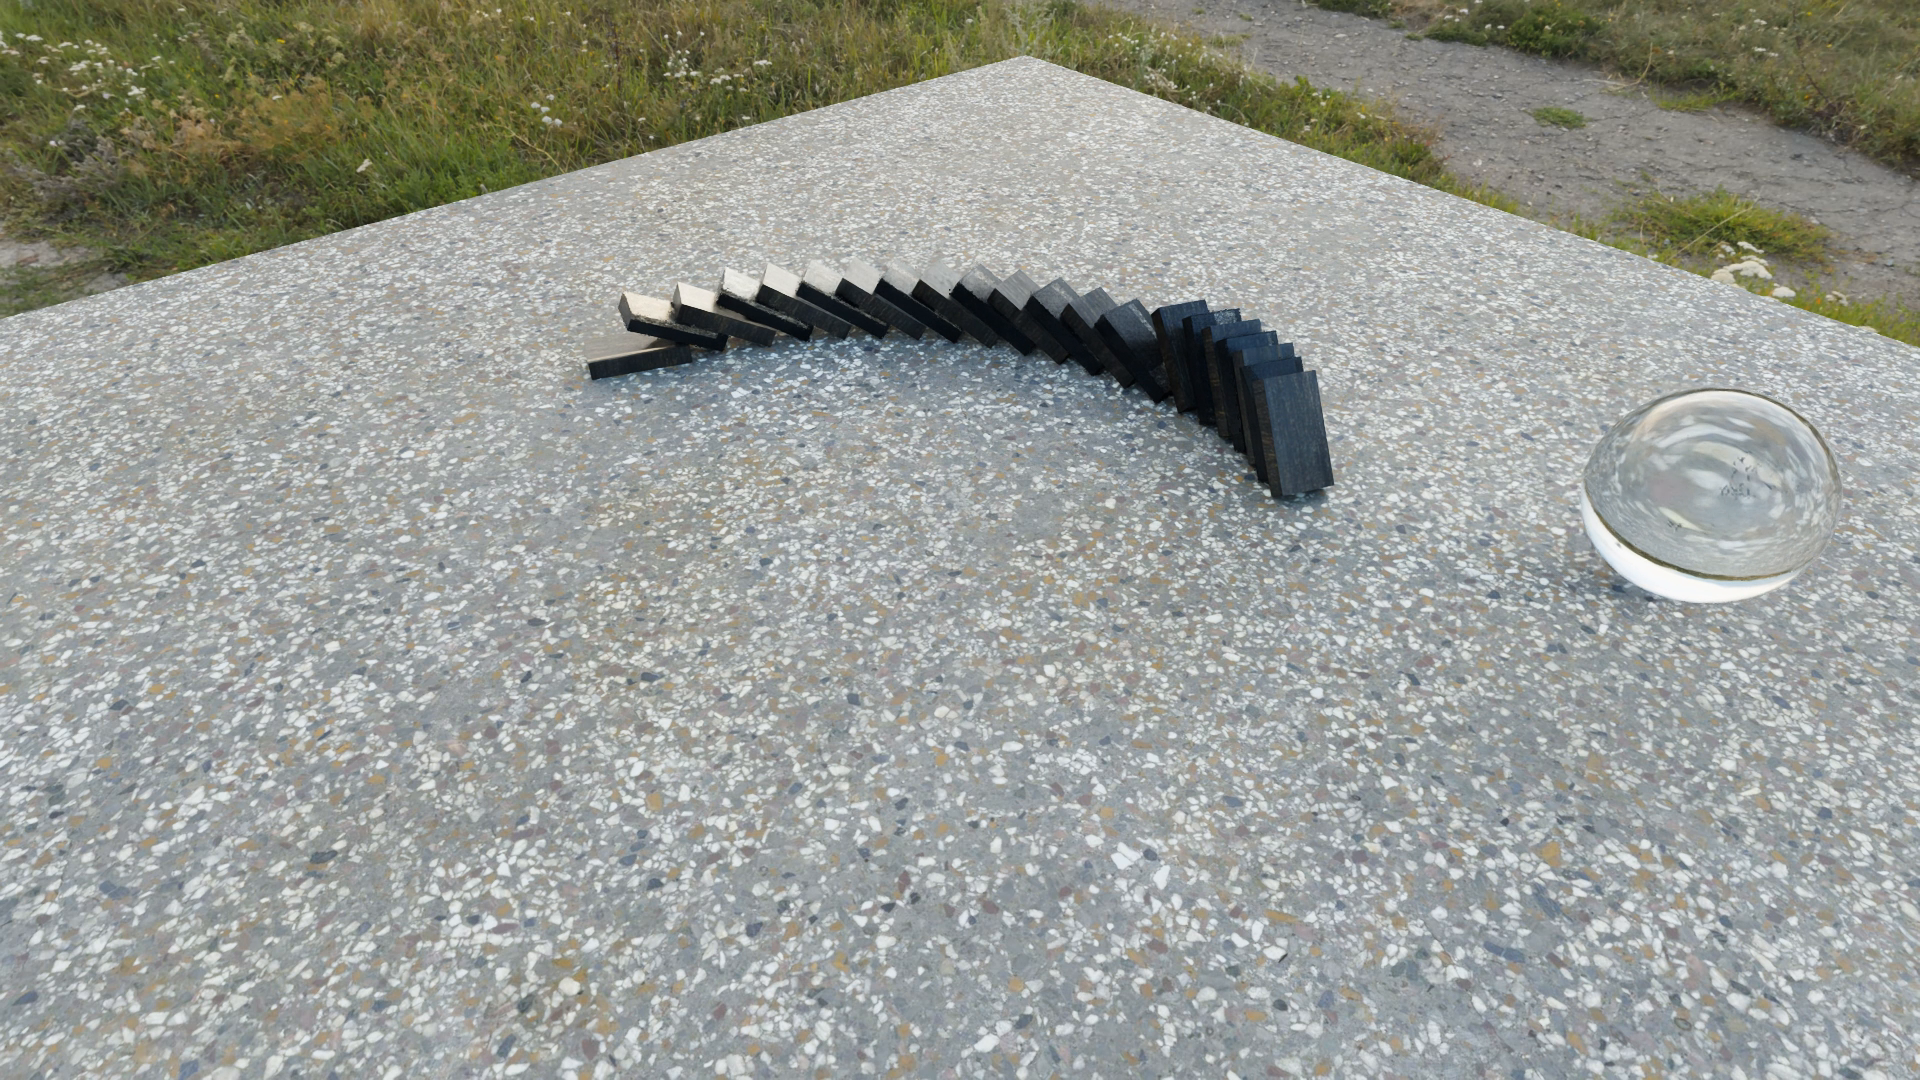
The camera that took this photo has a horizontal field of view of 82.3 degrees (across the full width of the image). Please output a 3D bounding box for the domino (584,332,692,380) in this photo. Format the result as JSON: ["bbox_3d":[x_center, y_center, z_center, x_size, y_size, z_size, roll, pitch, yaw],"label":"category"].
[{"bbox_3d":[-0.164,-0.096,0.561,0.050,0.010,0.025,-13,41,-16],"label":"domino"}]

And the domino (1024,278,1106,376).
[{"bbox_3d":[0.059,-0.109,0.557,0.050,0.009,0.025,46,52,6],"label":"domino"}]

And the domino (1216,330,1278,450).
[{"bbox_3d":[0.134,-0.068,0.497,0.025,0.050,0.009,-11,3,-13],"label":"domino"}]

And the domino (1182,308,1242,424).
[{"bbox_3d":[0.121,-0.081,0.514,0.025,0.050,0.009,-11,3,-13],"label":"domino"}]

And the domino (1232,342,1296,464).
[{"bbox_3d":[0.138,-0.061,0.489,0.025,0.050,0.009,-10,3,-13],"label":"domino"}]

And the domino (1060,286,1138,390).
[{"bbox_3d":[0.076,-0.101,0.548,0.025,0.010,0.050,-33,79,-33],"label":"domino"}]

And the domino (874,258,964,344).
[{"bbox_3d":[-0.018,-0.126,0.579,0.050,0.010,0.025,32,41,-8],"label":"domino"}]

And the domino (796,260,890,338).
[{"bbox_3d":[-0.060,-0.127,0.581,0.050,0.010,0.025,25,37,-15],"label":"domino"}]

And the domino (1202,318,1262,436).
[{"bbox_3d":[0.129,-0.075,0.506,0.025,0.050,0.009,-11,3,-13],"label":"domino"}]

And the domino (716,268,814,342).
[{"bbox_3d":[-0.101,-0.123,0.575,0.050,0.010,0.025,20,33,-22],"label":"domino"}]

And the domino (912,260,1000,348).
[{"bbox_3d":[0.002,-0.124,0.576,0.050,0.009,0.025,35,44,-4],"label":"domino"}]

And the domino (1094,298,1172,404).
[{"bbox_3d":[0.091,-0.093,0.538,0.025,0.009,0.050,-29,77,-31],"label":"domino"}]

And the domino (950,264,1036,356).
[{"bbox_3d":[0.022,-0.120,0.572,0.050,0.009,0.025,39,46,0],"label":"domino"}]

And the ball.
[{"bbox_3d":[0.276,-0.016,0.408,0.080,0.080,0.080,0,39,0],"label":"ball"}]

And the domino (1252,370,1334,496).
[{"bbox_3d":[0.143,-0.046,0.471,0.025,0.050,0.009,-11,3,-13],"label":"domino"}]

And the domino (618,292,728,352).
[{"bbox_3d":[-0.146,-0.111,0.560,0.050,0.010,0.025,8,33,-34],"label":"domino"}]

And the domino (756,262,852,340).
[{"bbox_3d":[-0.081,-0.126,0.579,0.050,0.010,0.025,22,35,-19],"label":"domino"}]

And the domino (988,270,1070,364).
[{"bbox_3d":[0.041,-0.115,0.565,0.050,0.009,0.025,42,49,3],"label":"domino"}]

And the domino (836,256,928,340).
[{"bbox_3d":[-0.039,-0.128,0.581,0.050,0.009,0.025,29,39,-11],"label":"domino"}]

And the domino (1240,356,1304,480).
[{"bbox_3d":[0.139,-0.053,0.480,0.025,0.050,0.010,-11,3,-13],"label":"domino"}]

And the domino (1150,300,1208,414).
[{"bbox_3d":[0.111,-0.088,0.525,0.025,0.010,0.050,-13,84,-16],"label":"domino"}]

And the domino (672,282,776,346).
[{"bbox_3d":[-0.122,-0.117,0.569,0.050,0.009,0.025,12,33,-28],"label":"domino"}]
